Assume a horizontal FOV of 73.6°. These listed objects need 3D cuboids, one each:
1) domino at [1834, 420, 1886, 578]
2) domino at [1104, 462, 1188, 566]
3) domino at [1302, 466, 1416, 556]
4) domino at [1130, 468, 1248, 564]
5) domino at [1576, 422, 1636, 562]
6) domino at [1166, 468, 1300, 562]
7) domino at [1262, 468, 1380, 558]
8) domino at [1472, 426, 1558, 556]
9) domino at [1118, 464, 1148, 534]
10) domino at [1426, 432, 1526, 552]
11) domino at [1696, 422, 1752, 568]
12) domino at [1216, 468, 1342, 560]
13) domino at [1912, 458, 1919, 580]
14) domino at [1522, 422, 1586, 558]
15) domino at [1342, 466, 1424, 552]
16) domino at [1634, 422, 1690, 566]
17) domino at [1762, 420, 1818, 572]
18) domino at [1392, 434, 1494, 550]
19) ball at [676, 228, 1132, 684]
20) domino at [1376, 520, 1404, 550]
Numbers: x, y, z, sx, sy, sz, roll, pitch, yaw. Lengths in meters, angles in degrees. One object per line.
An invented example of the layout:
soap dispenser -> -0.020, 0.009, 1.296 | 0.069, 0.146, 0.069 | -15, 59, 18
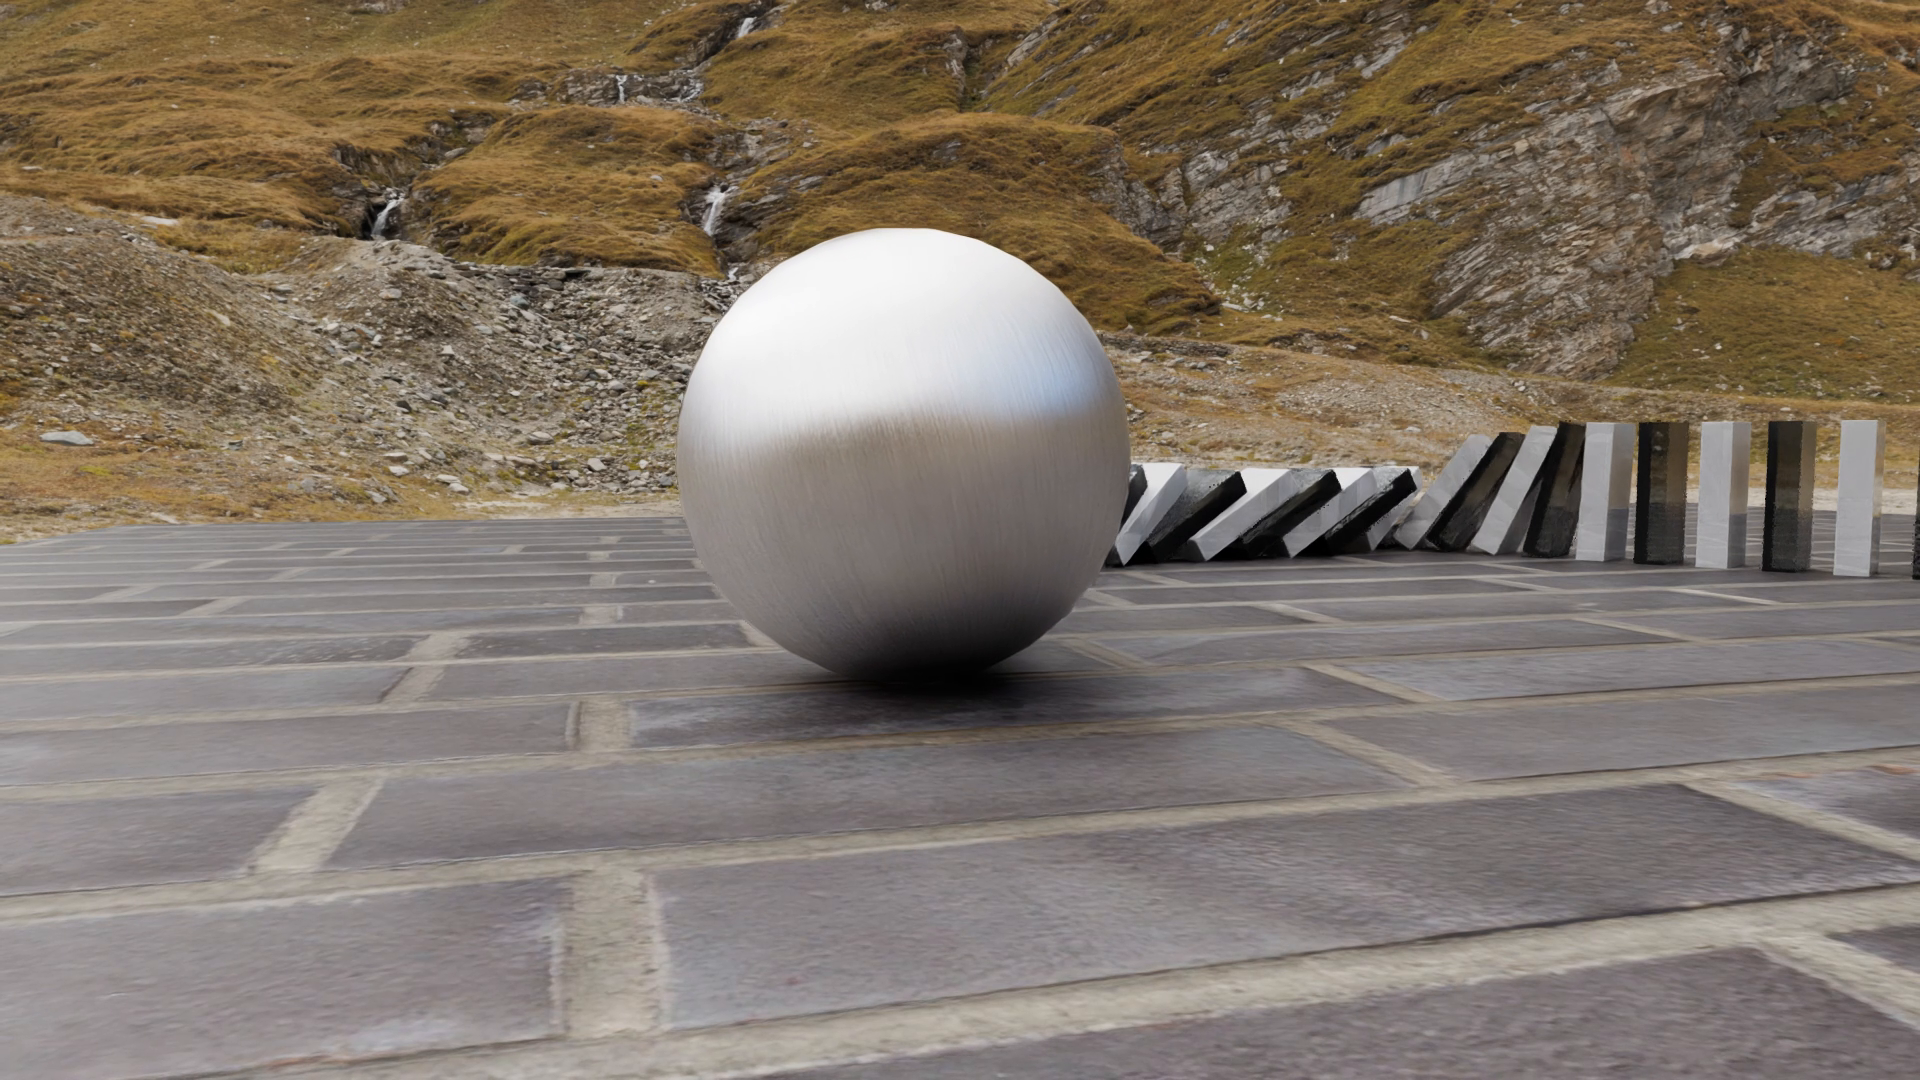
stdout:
domino -> 0.295, -0.014, 0.421 | 0.010, 0.050, 0.025 | 4, 6, 41
domino -> 0.060, -0.010, 0.465 | 0.025, 0.010, 0.050 | 4, 39, 42
domino -> 0.153, -0.012, 0.505 | 0.050, 0.009, 0.025 | -34, 20, -21
domino -> 0.080, -0.009, 0.474 | 0.050, 0.009, 0.025 | -36, 21, -25
domino -> 0.239, -0.018, 0.474 | 0.010, 0.050, 0.025 | 7, 8, 43
domino -> 0.100, -0.010, 0.480 | 0.050, 0.009, 0.025 | -34, 18, -21
domino -> 0.135, -0.011, 0.496 | 0.050, 0.009, 0.025 | -34, 18, -21
domino -> 0.217, -0.019, 0.494 | 0.010, 0.050, 0.025 | 33, 24, 34
domino -> 0.045, -0.009, 0.452 | 0.025, 0.009, 0.050 | 2, 38, 32
domino -> 0.206, -0.019, 0.504 | 0.009, 0.050, 0.025 | 42, 28, 29
domino -> 0.266, -0.016, 0.447 | 0.010, 0.050, 0.025 | 4, 6, 43
domino -> 0.118, -0.010, 0.487 | 0.050, 0.009, 0.025 | -34, 18, -21
domino -> 0.310, -0.013, 0.408 | 0.009, 0.050, 0.025 | 3, 5, 36
domino -> 0.228, -0.019, 0.484 | 0.009, 0.050, 0.025 | 21, 17, 39
domino -> 0.166, -0.013, 0.523 | 0.025, 0.009, 0.050 | 4, 36, 45
domino -> 0.252, -0.017, 0.461 | 0.009, 0.050, 0.025 | 4, 6, 44
domino -> 0.281, -0.015, 0.434 | 0.009, 0.050, 0.025 | 4, 6, 43
domino -> 0.196, -0.019, 0.514 | 0.009, 0.050, 0.025 | 42, 25, 24
ball -> -0.010, -0.015, 0.229 | 0.080, 0.080, 0.080 | 0, 4, 0
domino -> 0.177, -0.003, 0.545 | 0.025, 0.009, 0.050 | 3, 5, 38
